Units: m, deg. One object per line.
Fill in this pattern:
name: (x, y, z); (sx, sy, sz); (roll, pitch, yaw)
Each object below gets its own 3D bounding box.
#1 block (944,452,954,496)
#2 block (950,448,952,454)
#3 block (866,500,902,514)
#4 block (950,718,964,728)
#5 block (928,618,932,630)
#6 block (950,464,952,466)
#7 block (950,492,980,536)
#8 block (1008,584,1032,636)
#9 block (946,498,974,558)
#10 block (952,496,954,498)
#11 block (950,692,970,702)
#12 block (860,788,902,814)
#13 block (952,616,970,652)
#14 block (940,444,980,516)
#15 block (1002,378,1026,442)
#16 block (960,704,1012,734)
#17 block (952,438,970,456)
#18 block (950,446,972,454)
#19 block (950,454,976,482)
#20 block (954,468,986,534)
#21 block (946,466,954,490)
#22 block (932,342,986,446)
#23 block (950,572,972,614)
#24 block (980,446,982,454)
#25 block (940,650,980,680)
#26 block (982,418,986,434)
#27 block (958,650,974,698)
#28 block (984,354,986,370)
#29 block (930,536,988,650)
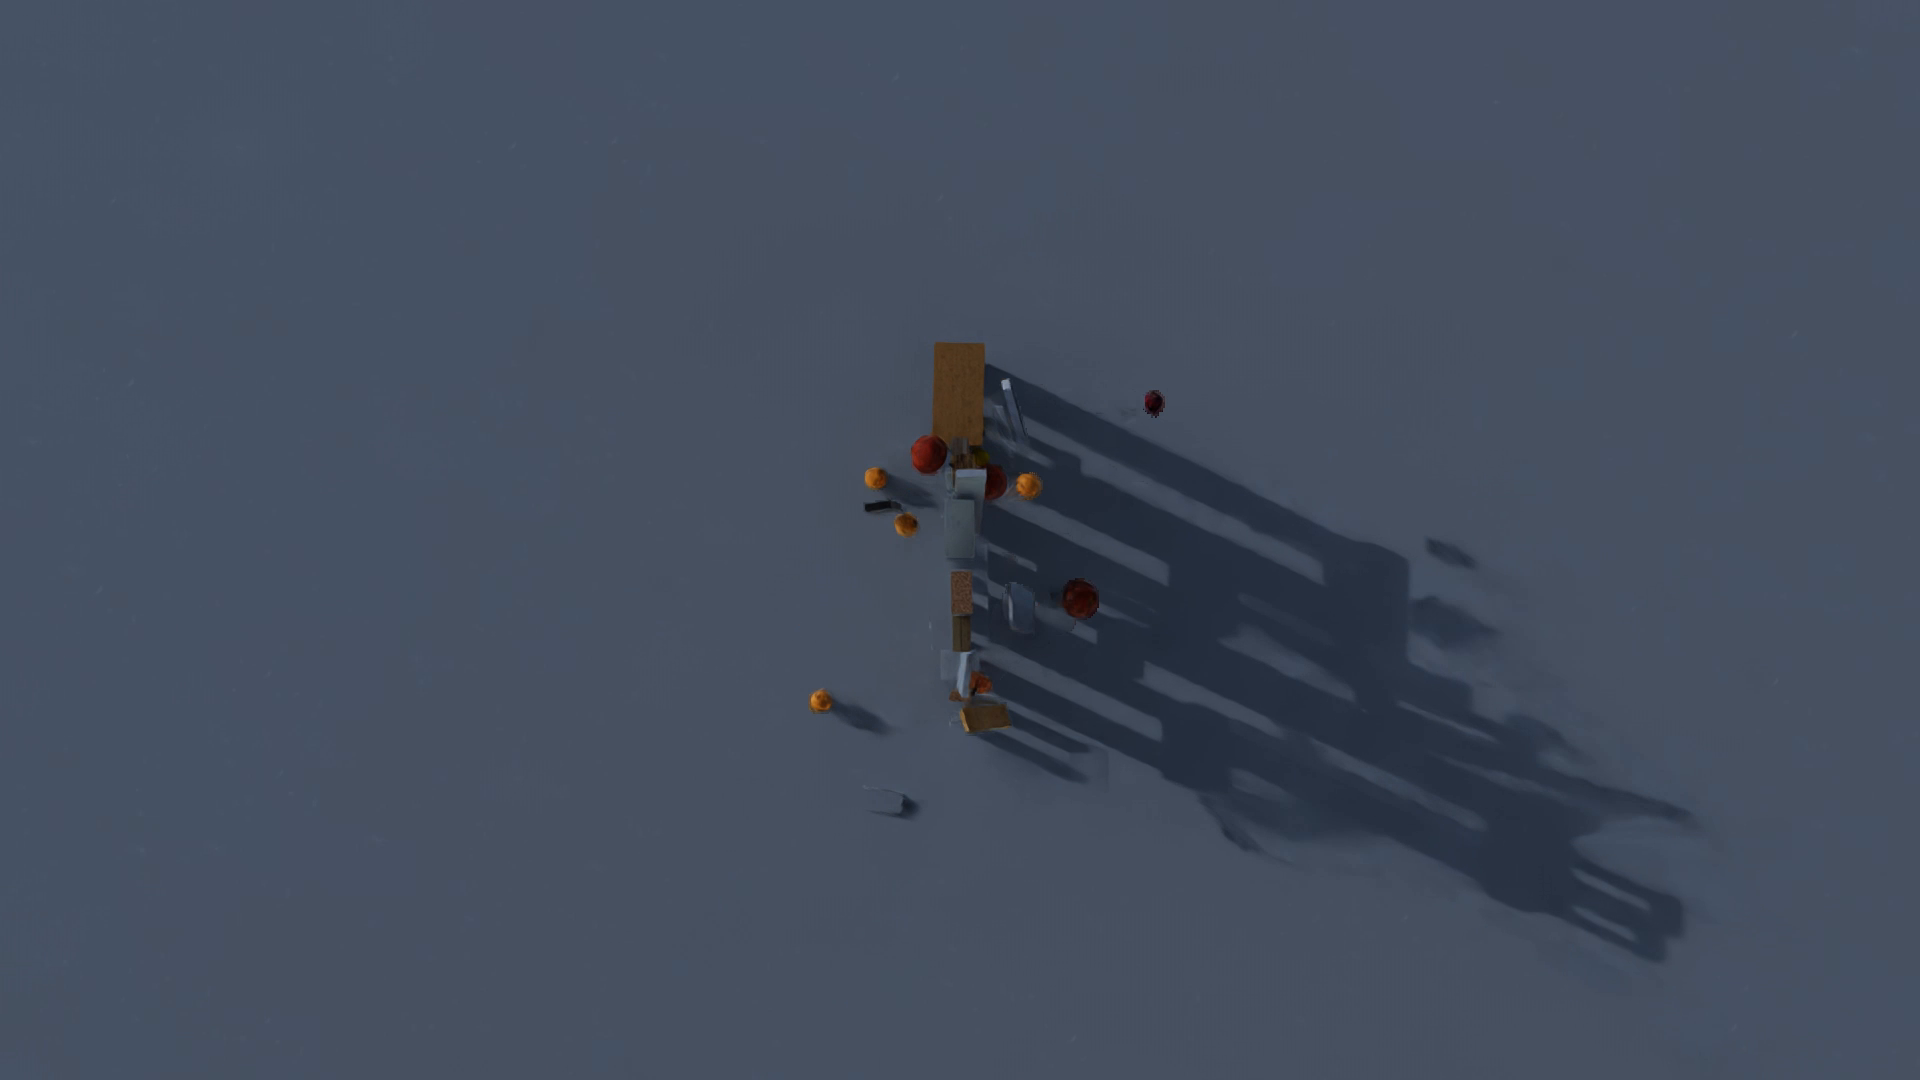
block: (-0.010, -0.205, 5.059); (0.068, 0.019, 0.136); (-6, 90, 1)
block: (-0.003, -0.268, 4.997); (0.050, 0.101, 0.014); (-12, 85, 2)
block: (-0.238, -0.101, 5.156); (0.081, 0.161, 0.023); (-9, 86, 9)
block: (0.001, 0.602, 5.431); (0.068, 0.137, 0.019); (0, 87, 0)
block: (-0.006, 0.244, 5.047); (0.167, 0.334, 0.047); (-17, 90, 0)
block: (-0.003, -0.212, 4.998); (0.050, 0.101, 0.014); (-3, 79, 2)
block: (0.014, -0.069, 5.033); (0.081, 0.023, 0.161); (-4, 87, -3)
block: (0.190, 0.219, 5.194); (0.077, 0.022, 0.154); (18, 55, -27)
block: (0.000, -0.033, 4.805); (0.086, 0.024, 0.172); (0, 101, 0)
block: (0.013, -0.112, 4.955); (0.069, 0.138, 0.020); (-3, 68, -3)
block: (0.001, 0.514, 5.432); (0.068, 0.137, 0.019); (0, 90, 0)
block: (-0.263, 0.868, 5.490); (0.137, 0.019, 0.068); (8, 90, 0)
block: (0.005, 0.269, 4.721); (0.052, 0.015, 0.104); (0, 90, 0)
block: (0.000, -0.208, 5.223); (0.129, 0.037, 0.258); (0, 90, 0)
block: (0.163, -0.395, 5.015); (0.024, 0.086, 0.172); (-15, 114, 5)
block: (0.082, 0.566, 5.227); (0.154, 0.022, 0.077); (-3, 59, -27)
block: (0.002, -0.256, 4.939); (0.050, 0.014, 0.101); (-2, 90, 2)
block: (0.001, -0.275, 5.136); (0.068, 0.136, 0.019); (-1, 104, 1)
block: (0.014, -0.185, 4.874); (0.069, 0.020, 0.138); (-6, 94, -2)
block: (0.025, -0.109, 4.854); (0.086, 0.359, 0.024); (-2, 63, -4)
block: (-0.005, -0.187, 4.967); (0.069, 0.166, 0.020); (-1, 75, 1)
block: (-0.005, -0.445, 5.041); (0.155, 0.044, 0.310); (2, 90, 0)
block: (0.005, 0.150, 4.705); (0.060, 0.017, 0.120); (-2, 90, 0)
block: (0.002, -0.293, 5.371); (0.129, 0.258, 0.037); (0, 90, 0)
block: (-0.001, 0.316, 5.232); (0.125, 0.035, 0.249); (0, 90, 0)
block: (0.002, -0.360, 5.218); (0.155, 0.310, 0.044); (0, 92, 0)
block: (0.017, 0.405, 5.128); (0.022, 0.077, 0.154); (3, 113, -10)
block: (0.000, -0.563, 5.281); (0.155, 0.436, 0.044); (0, 94, 0)
block: (-0.001, 0.154, 4.857); (0.167, 0.047, 0.334); (-1, 90, 0)
